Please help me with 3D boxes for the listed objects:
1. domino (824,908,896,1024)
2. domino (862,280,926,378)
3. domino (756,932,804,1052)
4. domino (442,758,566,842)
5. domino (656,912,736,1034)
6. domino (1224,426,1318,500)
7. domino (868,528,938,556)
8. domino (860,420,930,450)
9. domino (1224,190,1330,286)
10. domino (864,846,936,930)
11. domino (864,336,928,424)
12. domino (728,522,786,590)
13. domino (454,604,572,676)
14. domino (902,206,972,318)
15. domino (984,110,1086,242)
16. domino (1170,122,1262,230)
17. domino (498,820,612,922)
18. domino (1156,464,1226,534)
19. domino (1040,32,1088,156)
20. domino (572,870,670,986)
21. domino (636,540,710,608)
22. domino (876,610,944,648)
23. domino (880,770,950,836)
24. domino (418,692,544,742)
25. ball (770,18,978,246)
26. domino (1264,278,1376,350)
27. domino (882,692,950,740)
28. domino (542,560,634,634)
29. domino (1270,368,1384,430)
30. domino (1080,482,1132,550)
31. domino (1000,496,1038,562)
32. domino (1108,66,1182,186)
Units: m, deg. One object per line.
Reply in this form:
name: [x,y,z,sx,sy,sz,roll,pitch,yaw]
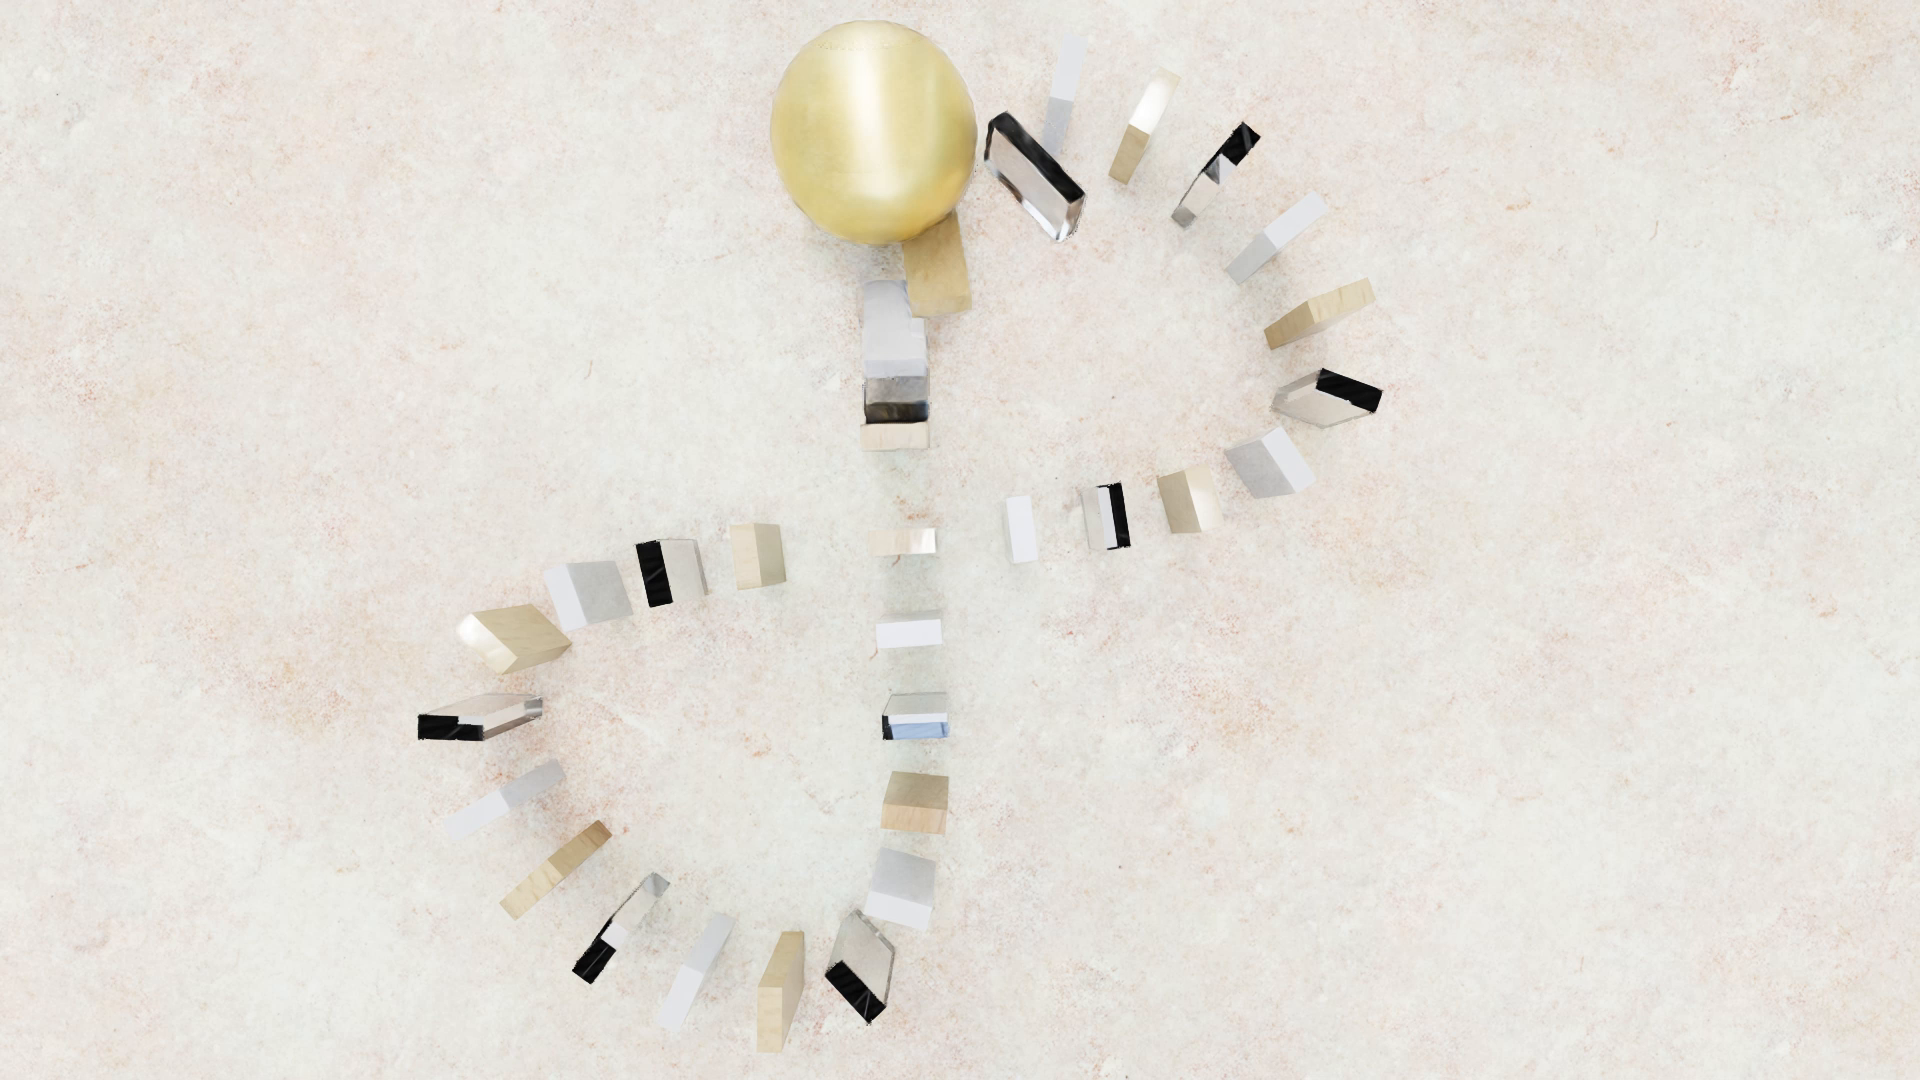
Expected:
domino: [-0.040,0.173,0.375,0.010,0.050,0.025,-43,90,0]
domino: [-0.027,-0.089,0.381,0.025,0.010,0.050,-3,53,-1]
domino: [-0.073,0.183,0.375,0.009,0.050,0.025,1,90,0]
domino: [-0.185,0.105,0.375,0.025,0.050,0.010,-30,90,0]
domino: [-0.107,0.175,0.375,0.010,0.050,0.025,25,90,0]
domino: [0.126,-0.031,0.375,0.009,0.050,0.025,-34,90,0]
domino: [-0.022,0.001,0.375,0.025,0.050,0.010,-3,90,0]
domino: [-0.026,-0.044,0.375,0.025,0.050,0.010,-3,100,0]
domino: [0.128,-0.122,0.375,0.025,0.050,0.010,-38,90,0]
domino: [-0.024,0.142,0.375,0.025,0.050,0.010,15,90,0]
domino: [-0.026,-0.067,0.378,0.025,0.050,0.009,-3,132,0]
domino: [-0.082,0.006,0.375,0.009,0.050,0.025,-7,90,0]
domino: [-0.181,0.040,0.375,0.025,0.050,0.009,44,90,0]
domino: [-0.011,-0.117,0.384,0.025,0.010,0.050,-8,63,-1]
domino: [0.030,-0.151,0.383,0.009,0.025,0.050,-37,79,-14]
domino: [0.104,-0.148,0.375,0.010,0.050,0.025,40,90,0]
domino: [-0.164,0.134,0.375,0.025,0.050,0.009,-42,90,0]
domino: [0.094,-0.016,0.375,0.010,0.050,0.025,-16,90,0]
domino: [0.042,-0.181,0.375,0.009,0.050,0.025,13,90,0]
domino: [-0.137,0.157,0.375,0.010,0.050,0.025,36,90,0]
domino: [-0.117,0.013,0.375,0.009,0.050,0.025,-13,90,0]
domino: [-0.020,0.036,0.375,0.025,0.050,0.009,-5,90,0]
domino: [-0.018,0.107,0.375,0.025,0.050,0.009,6,90,0]
domino: [-0.195,0.072,0.375,0.025,0.050,0.010,2,90,0]
ball: [-0.033,-0.156,0.355,0.080,0.080,0.080,0,90,0]
domino: [0.146,-0.092,0.375,0.025,0.050,0.009,-21,90,0]
domino: [-0.017,0.071,0.375,0.025,0.050,0.009,-2,90,0]
domino: [-0.151,0.022,0.375,0.010,0.050,0.025,-20,90,0]
domino: [0.149,-0.057,0.375,0.025,0.050,0.010,20,90,0]
domino: [0.059,-0.009,0.375,0.009,0.050,0.025,-9,90,0]
domino: [0.024,-0.004,0.375,0.010,0.050,0.025,-8,90,0]
domino: [0.075,-0.168,0.375,0.009,0.050,0.025,28,90,0]
